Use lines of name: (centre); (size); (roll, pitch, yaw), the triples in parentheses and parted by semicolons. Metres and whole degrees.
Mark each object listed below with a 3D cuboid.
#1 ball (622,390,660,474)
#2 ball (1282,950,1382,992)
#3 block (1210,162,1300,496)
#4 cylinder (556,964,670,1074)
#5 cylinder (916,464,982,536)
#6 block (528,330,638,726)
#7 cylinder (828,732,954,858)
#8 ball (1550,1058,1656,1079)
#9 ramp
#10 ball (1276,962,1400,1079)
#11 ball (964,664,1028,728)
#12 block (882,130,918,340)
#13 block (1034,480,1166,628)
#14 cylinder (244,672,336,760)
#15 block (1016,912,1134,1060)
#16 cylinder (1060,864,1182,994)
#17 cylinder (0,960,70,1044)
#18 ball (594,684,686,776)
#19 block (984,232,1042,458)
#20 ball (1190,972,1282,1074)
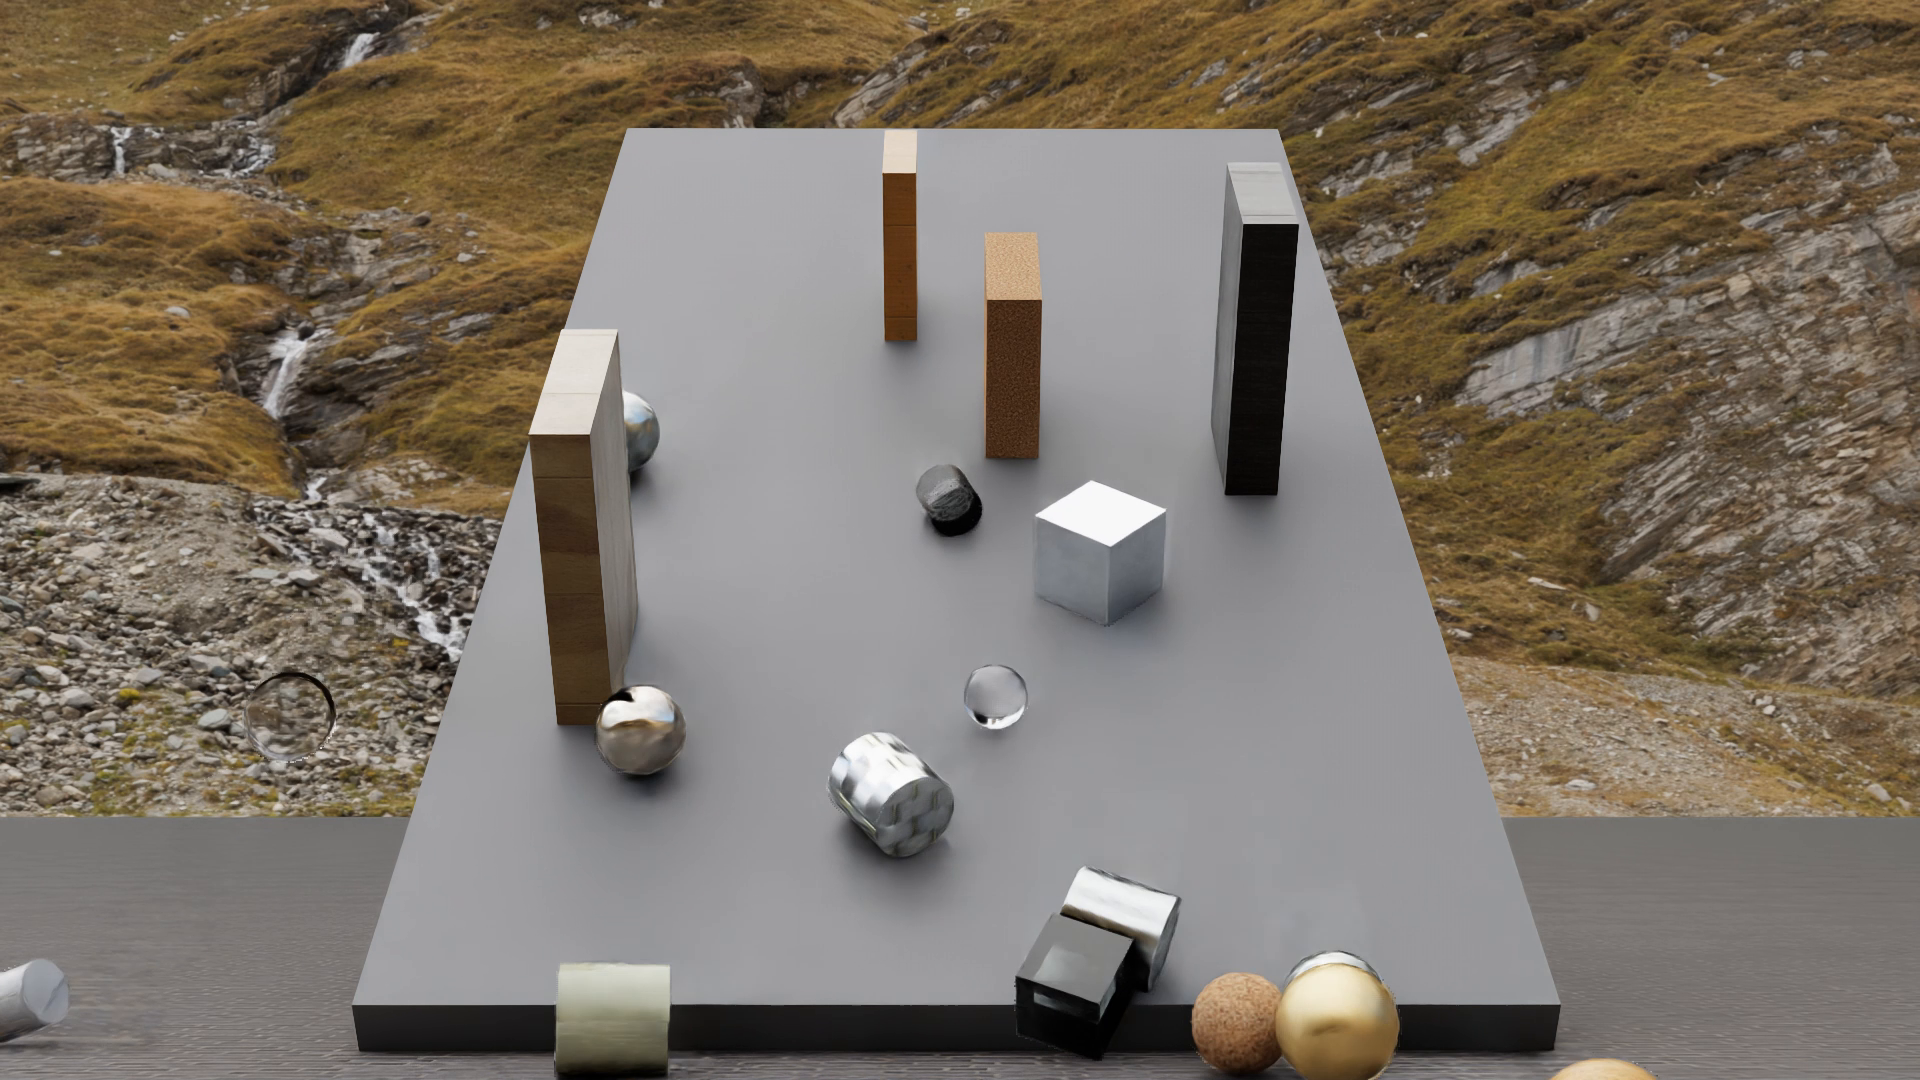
ball: (-0.780, -0.245, 5.533); (0.191, 0.191, 0.191); (0, -6, 0)
ball: (0.600, 0.744, 3.891); (0.169, 0.169, 0.169); (0, -6, 0)
block: (0.659, -0.475, 5.468); (0.119, 0.662, 0.349); (0, 31, 0)
cylinder: (-0.525, 0.727, 3.680); (0.166, 0.166, 0.166); (1, -6, -6)
cylinder: (-0.024, -0.089, 5.345); (0.117, 0.117, 0.117); (3, 28, -21)
block: (-0.725, -0.027, 4.724); (0.110, 0.638, 0.436); (0, 31, 0)
cylinder: (-0.124, 0.458, 4.367); (0.165, 0.165, 0.165); (5, 22, -38)
ball: (0.650, 0.598, 2.437); (0.151, 0.151, 0.151); (0, -6, 0)
ramp: (-0.014, -0.205, 5.756); (2.000, 0.100, 4.000); (0, 31, 0)
ball: (0.548, 0.705, 3.527); (0.179, 0.179, 0.179); (0, -6, 0)
ball: (0.068, 0.302, 4.677); (0.125, 0.125, 0.125); (0, -6, 0)
block: (-0.151, -0.777, 6.179); (0.082, 0.454, 0.288); (0, 31, 0)
block: (0.292, 0.027, 5.076); (0.194, 0.194, 0.194); (23, 38, 33)
cylinder: (-1.340, 0.353, 4.844); (0.165, 0.165, 0.165); (2, -9, -19)
block: (0.186, 0.719, 3.904); (0.143, 0.143, 0.143); (16, 43, 20)
cylinder: (0.261, 0.647, 4.034); (0.167, 0.167, 0.167); (17, -2, 15)
cylinder: (-1.605, 0.788, 4.143); (0.114, 0.114, 0.114); (-22, -13, 17)
ball: (-0.598, 0.356, 4.537); (0.169, 0.169, 0.169); (0, -6, 0)
block: (0.121, -0.460, 5.695); (0.123, 0.403, 0.377); (0, 31, 0)
ball: (0.429, 0.736, 3.694); (0.154, 0.154, 0.154); (0, -6, 0)
